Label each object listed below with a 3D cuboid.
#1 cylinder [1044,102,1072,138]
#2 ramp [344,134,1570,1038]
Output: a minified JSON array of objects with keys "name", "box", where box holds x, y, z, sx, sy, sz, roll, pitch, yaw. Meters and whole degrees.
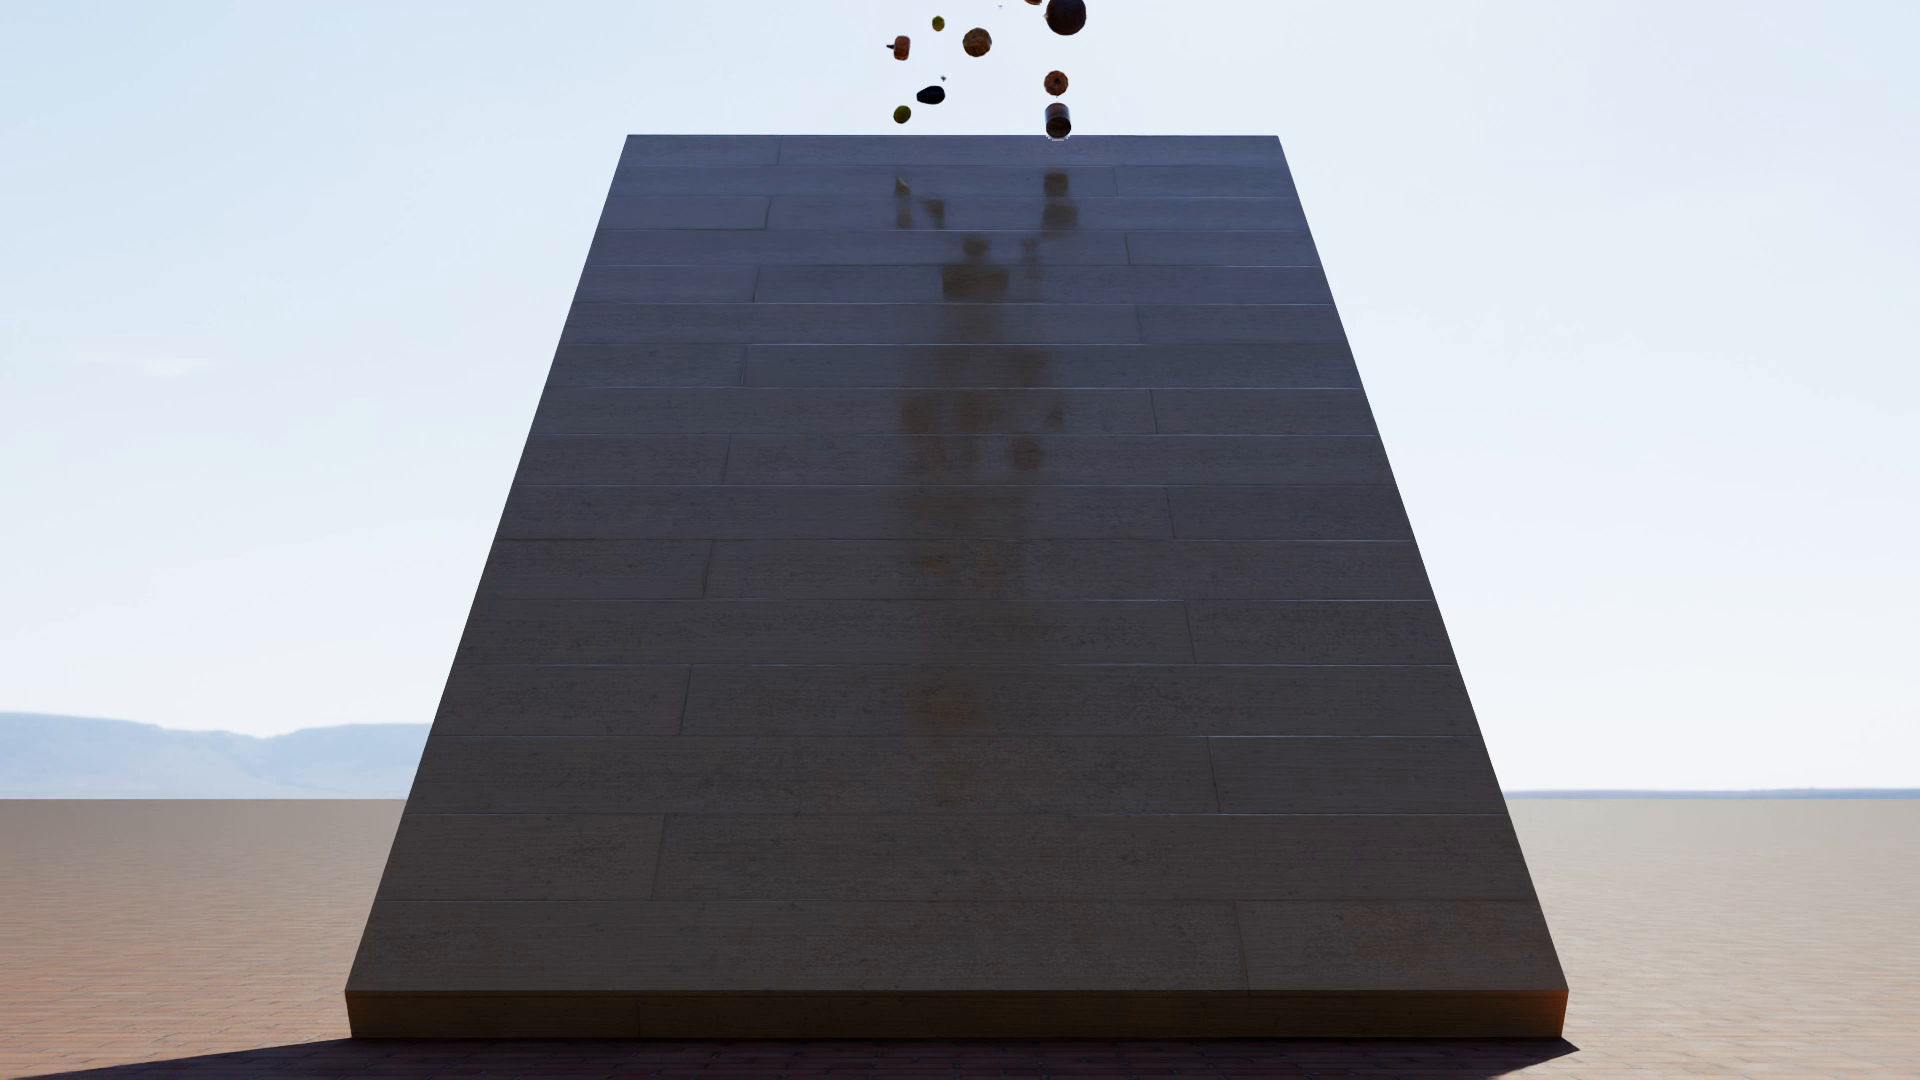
[{"name":"cylinder","box":[0.296,-1.270,7.298,0.079,0.079,0.079,-1,-46,-1]},{"name":"ramp","box":[-0.013,-0.212,5.699,2.000,0.100,4.000,0,30,0]}]
